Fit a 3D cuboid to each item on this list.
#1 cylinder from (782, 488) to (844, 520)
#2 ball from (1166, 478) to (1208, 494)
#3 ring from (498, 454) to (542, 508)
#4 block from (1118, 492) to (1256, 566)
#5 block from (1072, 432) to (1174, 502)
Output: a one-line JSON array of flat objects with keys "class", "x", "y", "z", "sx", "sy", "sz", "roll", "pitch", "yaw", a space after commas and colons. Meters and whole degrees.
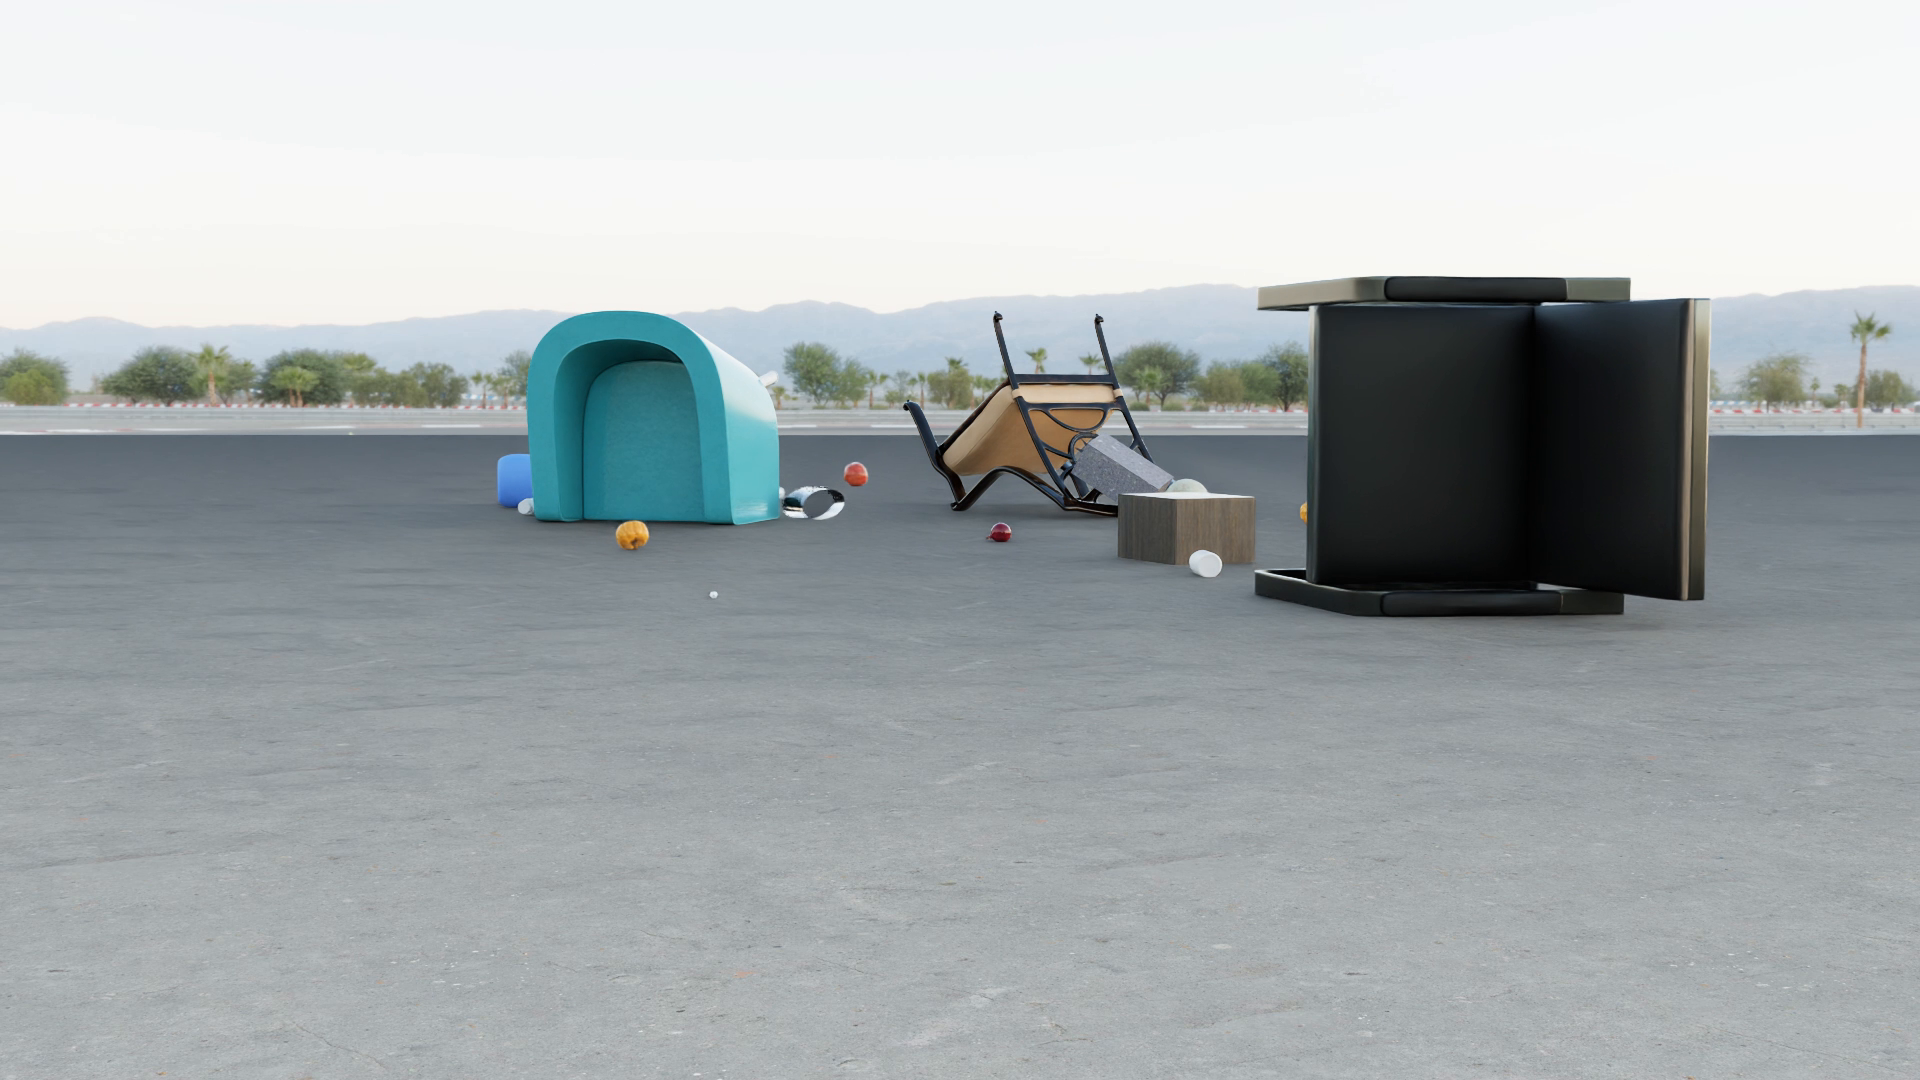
[{"class": "cylinder", "x": -0.507, "y": -0.126, "z": 7.621, "sx": 0.187, "sy": 0.103, "sz": 0.108, "roll": -13, "pitch": 12, "yaw": -41}, {"class": "ball", "x": 0.749, "y": -0.126, "z": 7.270, "sx": 0.153, "sy": 0.153, "sz": 0.153, "roll": 0, "pitch": 4, "yaw": 0}, {"class": "ring", "x": -1.665, "y": -0.221, "z": 8.318, "sx": 0.161, "sy": 0.221, "sz": 0.198, "roll": 0, "pitch": 44, "yaw": -10}, {"class": "block", "x": 0.593, "y": -0.033, "z": 5.787, "sx": 0.238, "sy": 0.169, "sz": 0.301, "roll": -2, "pitch": 4, "yaw": -25}, {"class": "block", "x": 0.571, "y": -0.230, "z": 7.729, "sx": 0.295, "sy": 0.125, "sz": 0.198, "roll": 34, "pitch": 23, "yaw": 10}]
